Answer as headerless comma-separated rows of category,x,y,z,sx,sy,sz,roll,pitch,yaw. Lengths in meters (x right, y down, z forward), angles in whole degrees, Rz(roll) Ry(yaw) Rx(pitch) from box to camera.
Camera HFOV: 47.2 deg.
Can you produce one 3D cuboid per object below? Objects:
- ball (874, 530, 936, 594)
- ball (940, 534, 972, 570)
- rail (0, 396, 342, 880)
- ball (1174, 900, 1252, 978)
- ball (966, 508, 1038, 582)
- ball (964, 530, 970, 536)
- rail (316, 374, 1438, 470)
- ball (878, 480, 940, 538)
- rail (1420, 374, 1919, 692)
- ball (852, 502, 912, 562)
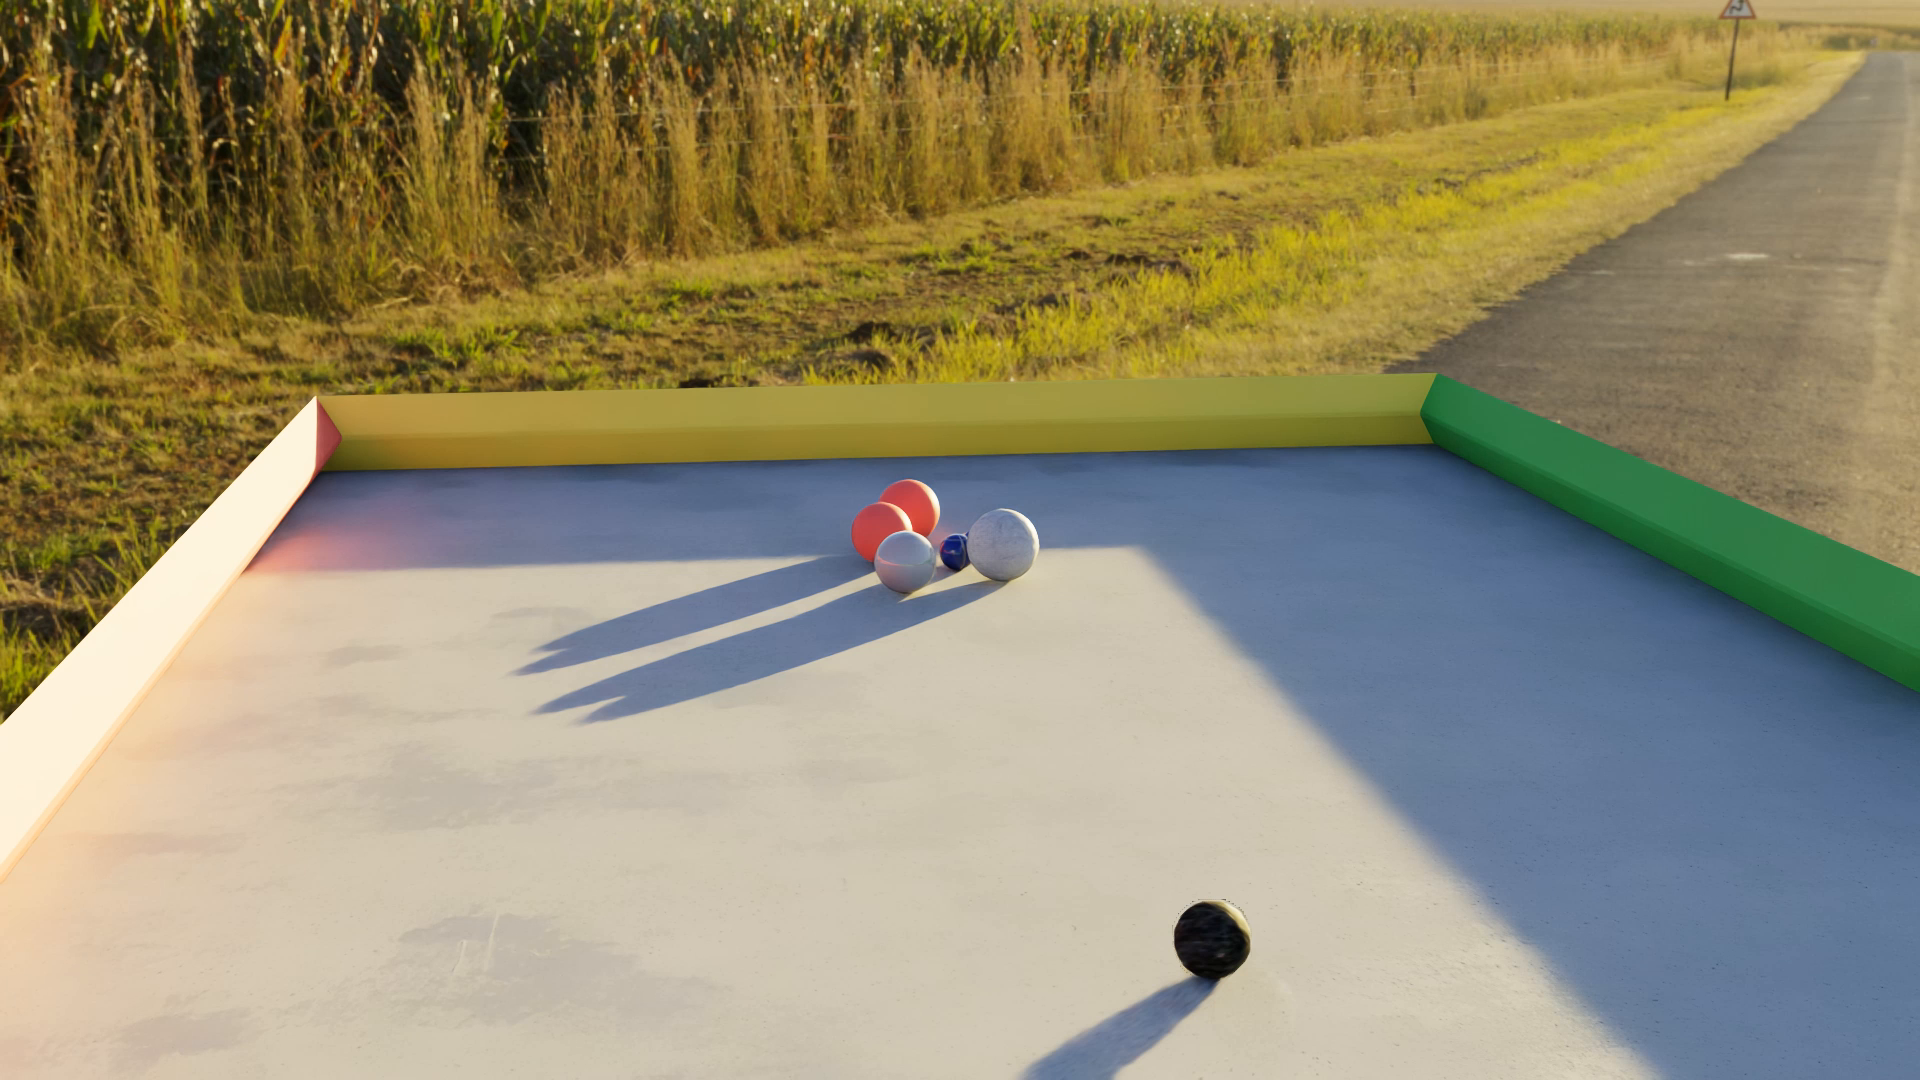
ball,-0.069,0.028,2.797,0.080,0.080,0.080,0,13,0
ball,-0.004,0.016,2.923,0.048,0.048,0.048,0,13,0
rail,-0.808,0.179,2.029,0.045,0.122,3.232,-2,13,-8
ball,0.189,0.299,1.648,0.058,0.058,0.058,0,13,0
ball,0.055,0.007,2.859,0.094,0.094,0.094,0,13,0
ball,0.022,0.005,2.983,0.042,0.042,0.042,0,13,0
rail,-0.106,-0.197,3.689,1.899,0.122,0.045,-2,13,-8
ball,-0.072,-0.041,3.081,0.088,0.088,0.088,0,13,0
rail,1.026,0.124,2.272,0.045,0.122,3.232,-2,13,-8
ball,-0.105,-0.009,2.956,0.083,0.083,0.083,0,13,0
